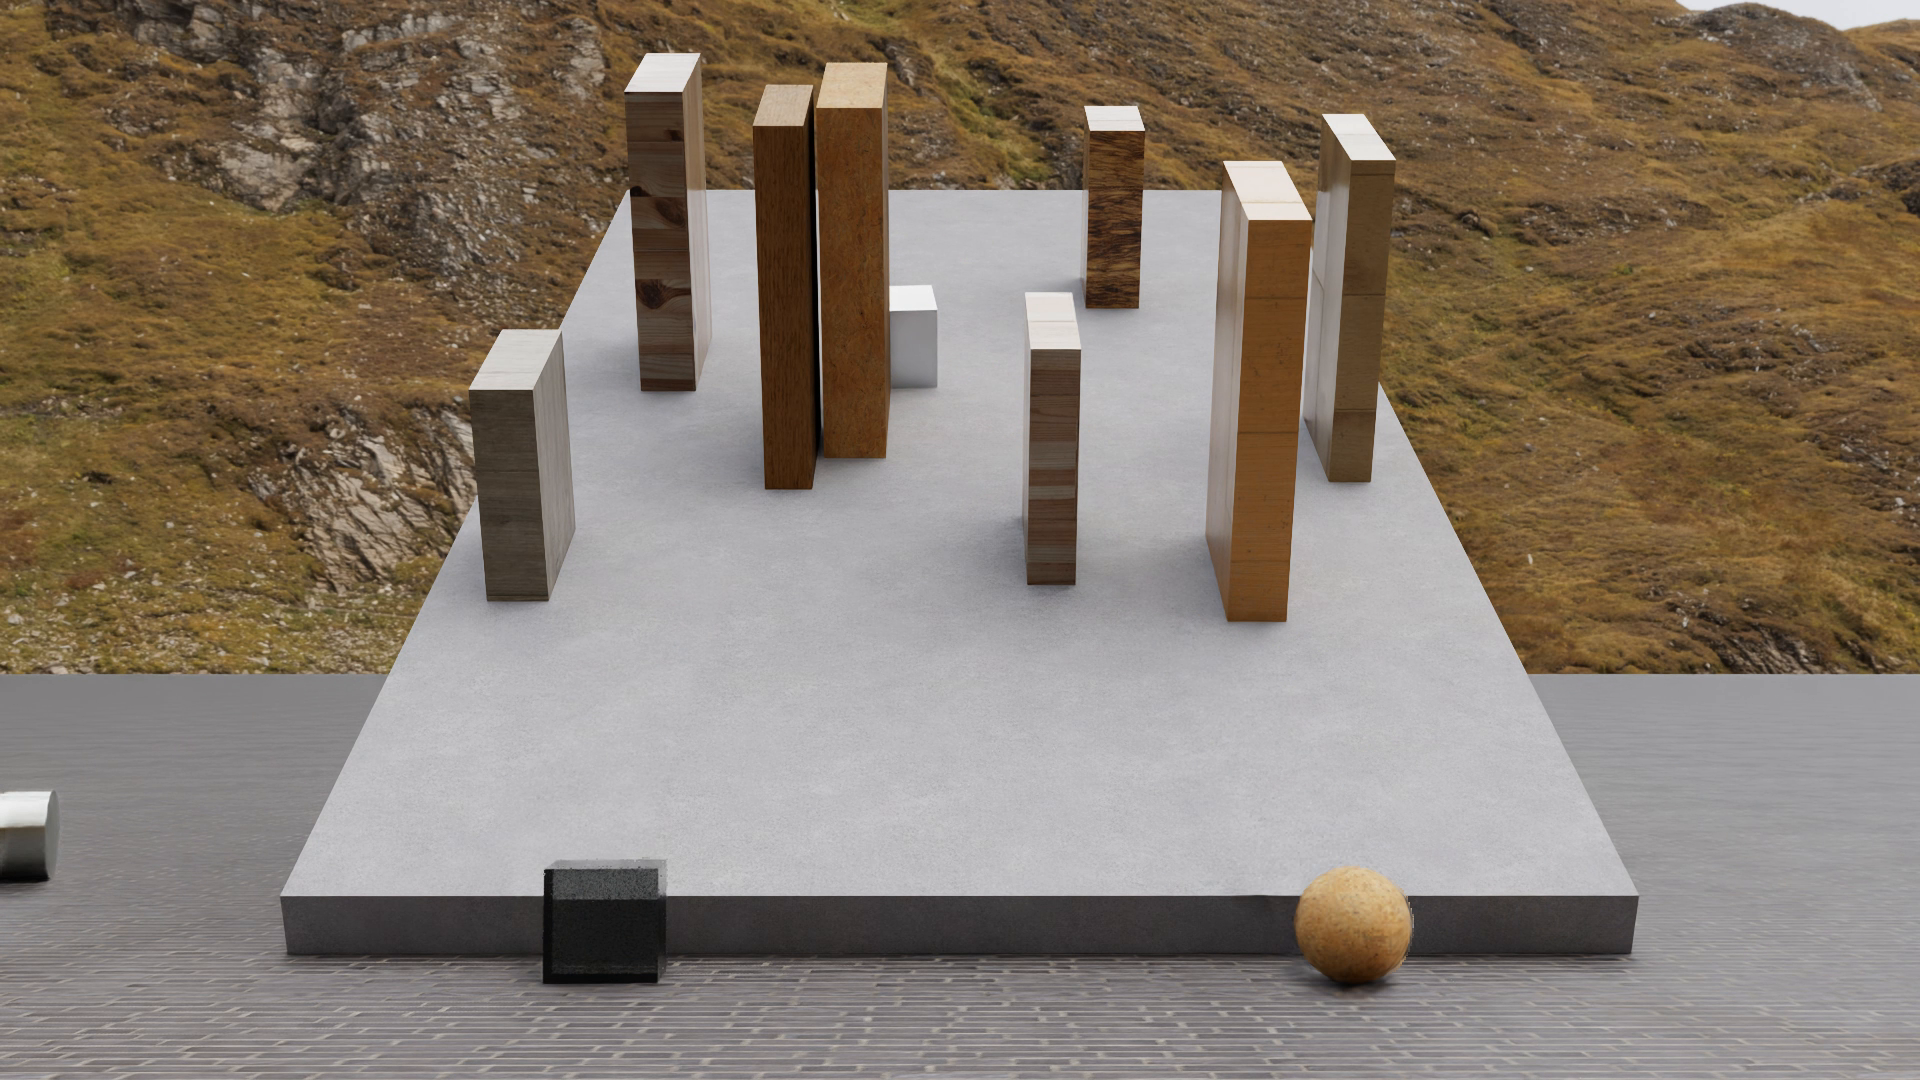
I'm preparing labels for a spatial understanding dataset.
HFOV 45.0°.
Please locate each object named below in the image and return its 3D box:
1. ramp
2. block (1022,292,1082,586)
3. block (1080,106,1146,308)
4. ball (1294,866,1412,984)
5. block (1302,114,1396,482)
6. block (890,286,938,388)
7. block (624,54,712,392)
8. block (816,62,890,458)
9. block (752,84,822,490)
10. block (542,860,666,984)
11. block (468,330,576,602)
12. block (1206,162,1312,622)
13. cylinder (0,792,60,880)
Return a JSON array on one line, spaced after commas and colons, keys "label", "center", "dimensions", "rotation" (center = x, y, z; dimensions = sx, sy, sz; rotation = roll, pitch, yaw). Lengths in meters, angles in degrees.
[{"label": "ramp", "center": [-0.008, -0.227, 5.265], "dimensions": [2.000, 0.100, 4.000], "rotation": [0, 23, 0]}, {"label": "block", "center": [0.174, -0.200, 4.483], "dimensions": [0.092, 0.474, 0.343], "rotation": [0, 23, 0]}, {"label": "block", "center": [0.394, -0.867, 6.032], "dimensions": [0.138, 0.466, 0.272], "rotation": [0, 23, 0]}, {"label": "ball", "center": [0.530, 0.519, 3.129], "dimensions": [0.157, 0.157, 0.157], "rotation": [0, -3, 0]}, {"label": "block", "center": [0.825, -0.520, 4.948], "dimensions": [0.089, 0.693, 0.399], "rotation": [0, 23, 0]}, {"label": "block", "center": [-0.156, -0.480, 5.484], "dimensions": [0.191, 0.191, 0.191], "rotation": [-2, 24, -4]}, {"label": "block", "center": [-0.681, -0.752, 5.464], "dimensions": [0.129, 0.704, 0.410], "rotation": [0, 23, 0]}, {"label": "block", "center": [-0.227, -0.616, 5.074], "dimensions": [0.134, 0.766, 0.438], "rotation": [0, 23, 0]}, {"label": "block", "center": [-0.359, -0.533, 4.875], "dimensions": [0.099, 0.771, 0.368], "rotation": [0, 23, 0]}, {"label": "block", "center": [-0.488, 0.525, 3.201], "dimensions": [0.153, 0.153, 0.153], "rotation": [0, -3, -3]}, {"label": "block", "center": [-0.830, -0.147, 4.422], "dimensions": [0.116, 0.421, 0.344], "rotation": [0, 23, 0]}, {"label": "block", "center": [0.547, -0.279, 4.307], "dimensions": [0.109, 0.762, 0.404], "rotation": [0, 23, 0]}, {"label": "cylinder", "center": [-1.914, 0.593, 4.648], "dimensions": [0.177, 0.177, 0.177], "rotation": [1, -3, -12]}]
